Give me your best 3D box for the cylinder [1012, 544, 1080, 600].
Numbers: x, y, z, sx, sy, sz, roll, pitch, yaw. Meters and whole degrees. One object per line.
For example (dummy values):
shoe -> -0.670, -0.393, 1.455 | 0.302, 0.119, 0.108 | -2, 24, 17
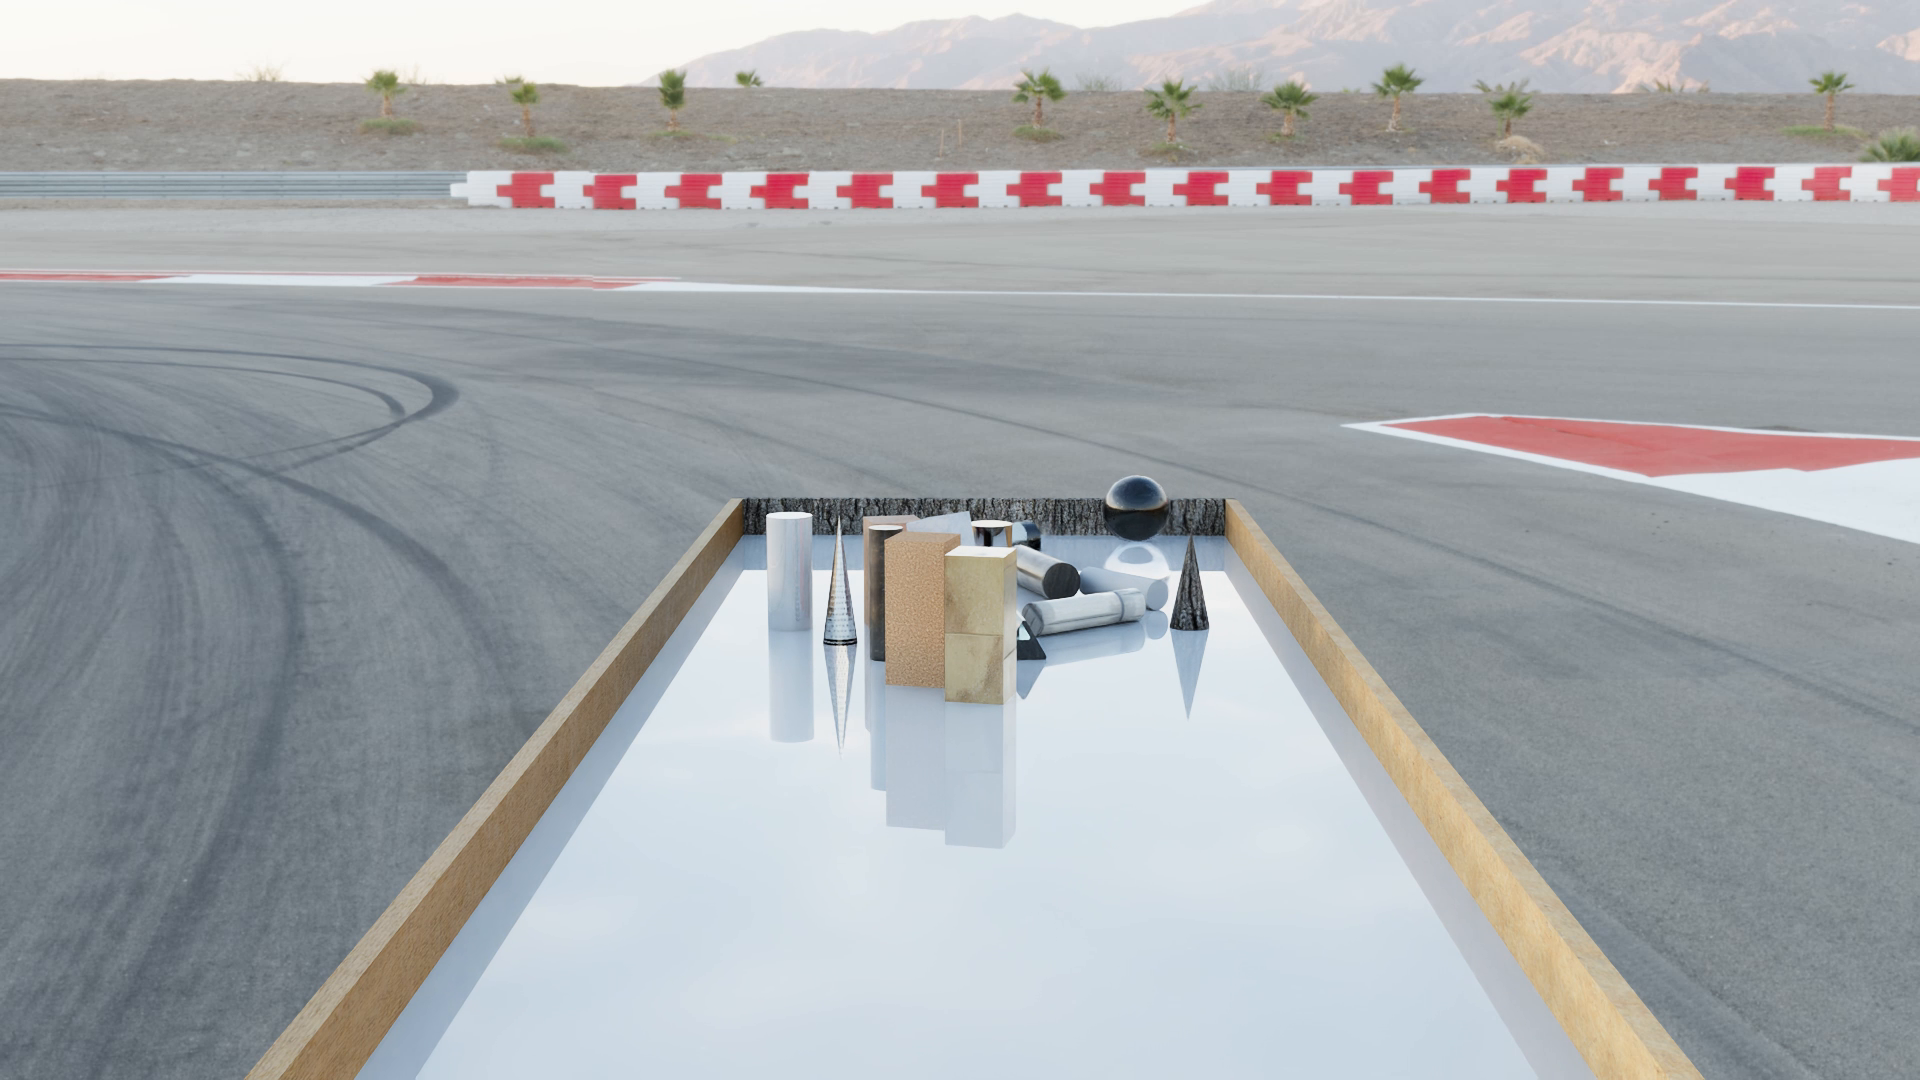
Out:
cylinder -> 0.285, 0.117, 7.825 | 0.140, 0.140, 0.415 | -3, 10, -19

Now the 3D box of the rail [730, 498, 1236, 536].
rail -> 0.099, -0.098, 9.147 | 2.100, 0.150, 0.050 | 0, 9, 1

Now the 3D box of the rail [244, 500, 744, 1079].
rail -> -1.004, 0.839, 3.234 | 0.050, 0.150, 12.000 | 0, 9, 1

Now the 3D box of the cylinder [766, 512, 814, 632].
cylinder -> -0.555, 0.103, 7.177 | 0.149, 0.370, 0.149 | 0, 9, 0

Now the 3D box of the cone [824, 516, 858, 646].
cone -> -0.379, 0.122, 6.933 | 0.111, 0.409, 0.111 | 0, 9, 0

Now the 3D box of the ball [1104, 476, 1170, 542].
ball -> 0.719, -0.128, 8.955 | 0.270, 0.270, 0.270 | 0, 9, 0

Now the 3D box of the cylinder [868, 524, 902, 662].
cylinder -> -0.225, 0.162, 6.696 | 0.103, 0.405, 0.103 | 0, 9, 0

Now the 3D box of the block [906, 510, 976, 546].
block -> -0.032, 0.131, 6.810 | 0.147, 0.409, 0.147 | -8, 4, 27

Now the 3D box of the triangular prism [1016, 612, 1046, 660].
triangular prism -> 0.164, 0.268, 6.911 | 0.140, 0.121, 0.452 | -1, 9, -8

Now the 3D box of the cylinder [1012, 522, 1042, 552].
cylinder -> 0.151, 0.012, 8.481 | 0.303, 0.142, 0.142 | -7, 11, -37

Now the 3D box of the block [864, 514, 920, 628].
block -> -0.215, 0.108, 7.192 | 0.170, 0.355, 0.170 | -2, 9, -14

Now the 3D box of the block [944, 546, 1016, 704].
block -> 0.059, 0.237, 6.184 | 0.168, 0.416, 0.168 | 2, 9, 14

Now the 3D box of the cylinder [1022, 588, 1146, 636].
cylinder -> 0.406, 0.234, 7.188 | 0.445, 0.107, 0.107 | -7, 11, -37

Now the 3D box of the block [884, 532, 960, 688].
block -> -0.107, 0.200, 6.394 | 0.177, 0.424, 0.177 | 3, 9, 16

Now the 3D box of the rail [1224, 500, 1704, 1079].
rail -> 1.046, 0.843, 3.208 | 0.050, 0.150, 12.000 | 0, 9, 1

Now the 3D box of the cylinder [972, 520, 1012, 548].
cylinder -> 0.097, 0.115, 7.196 | 0.146, 0.340, 0.146 | 0, 9, 0

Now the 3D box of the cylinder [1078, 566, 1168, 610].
cylinder -> 0.564, 0.166, 7.630 | 0.104, 0.104, 0.356 | -7, 11, -38

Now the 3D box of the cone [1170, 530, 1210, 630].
cone -> 0.753, 0.126, 7.184 | 0.132, 0.323, 0.132 | 0, 9, 0
